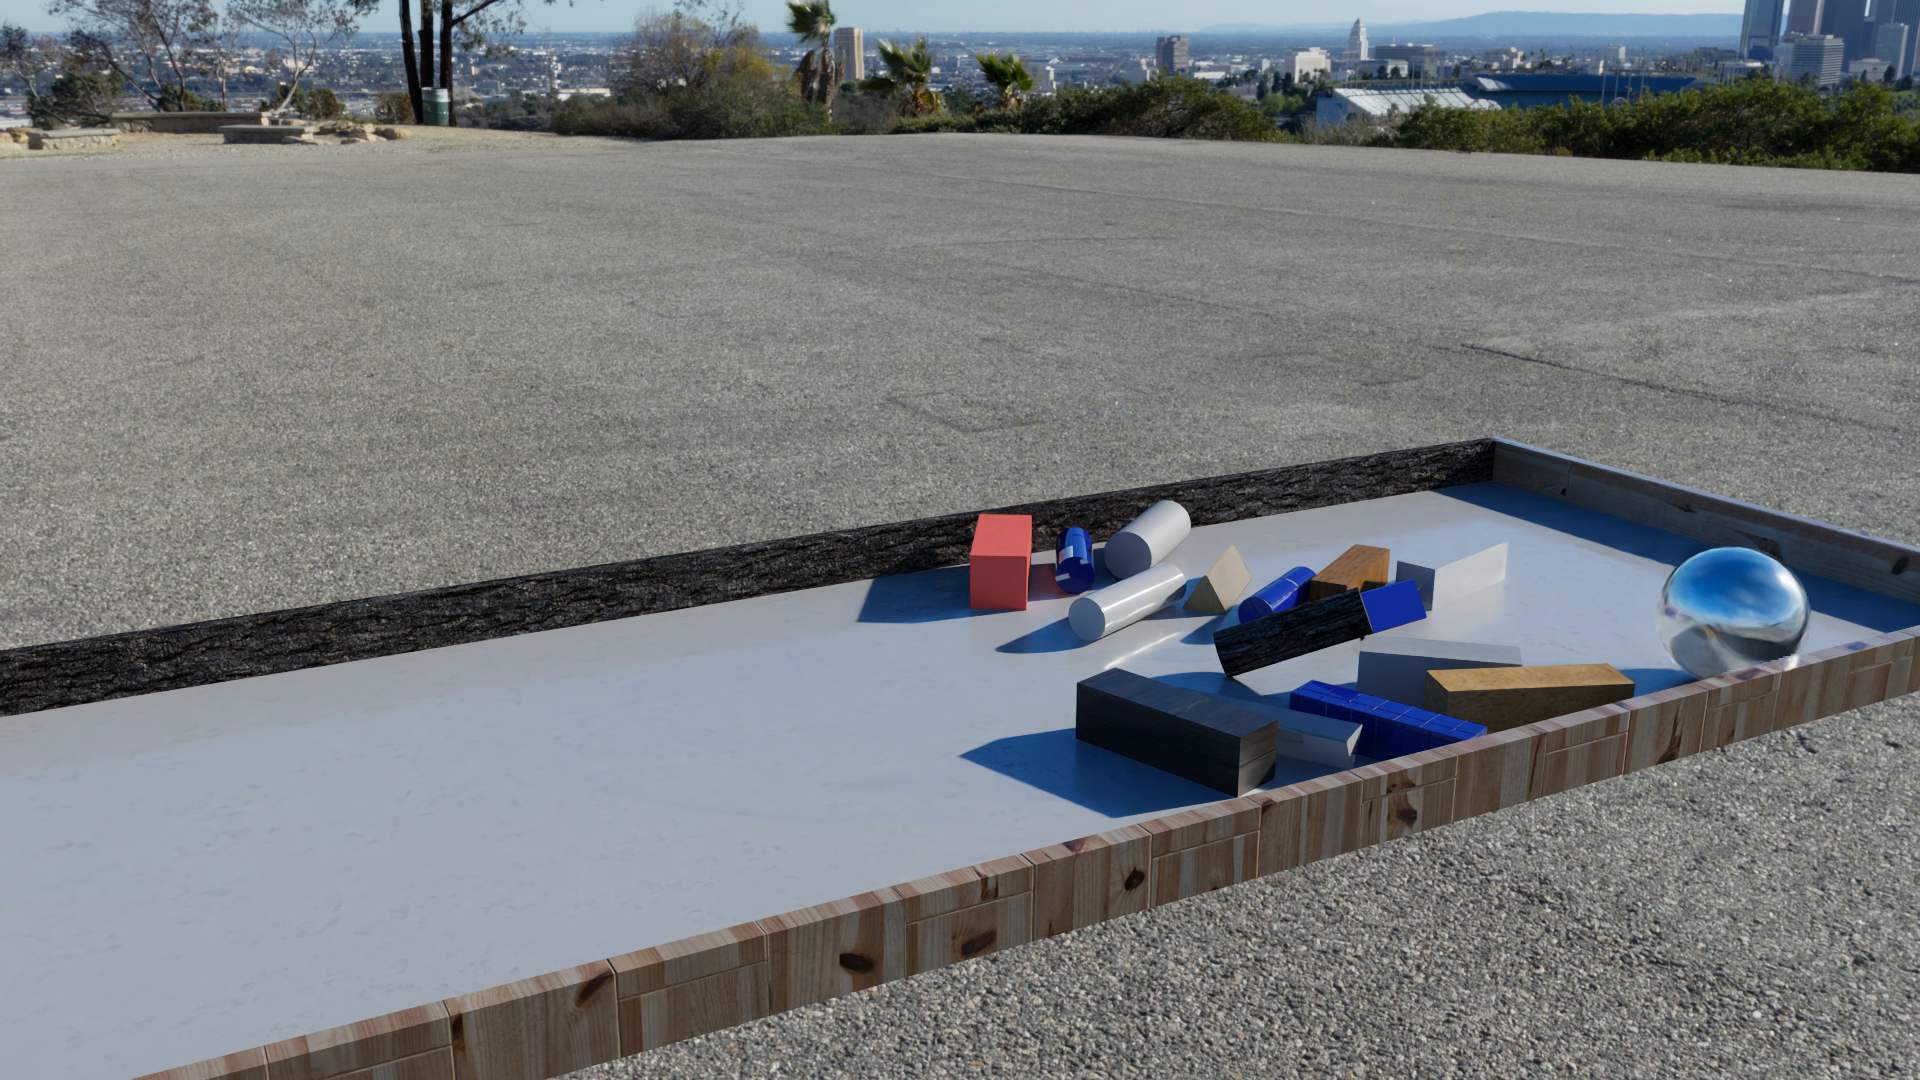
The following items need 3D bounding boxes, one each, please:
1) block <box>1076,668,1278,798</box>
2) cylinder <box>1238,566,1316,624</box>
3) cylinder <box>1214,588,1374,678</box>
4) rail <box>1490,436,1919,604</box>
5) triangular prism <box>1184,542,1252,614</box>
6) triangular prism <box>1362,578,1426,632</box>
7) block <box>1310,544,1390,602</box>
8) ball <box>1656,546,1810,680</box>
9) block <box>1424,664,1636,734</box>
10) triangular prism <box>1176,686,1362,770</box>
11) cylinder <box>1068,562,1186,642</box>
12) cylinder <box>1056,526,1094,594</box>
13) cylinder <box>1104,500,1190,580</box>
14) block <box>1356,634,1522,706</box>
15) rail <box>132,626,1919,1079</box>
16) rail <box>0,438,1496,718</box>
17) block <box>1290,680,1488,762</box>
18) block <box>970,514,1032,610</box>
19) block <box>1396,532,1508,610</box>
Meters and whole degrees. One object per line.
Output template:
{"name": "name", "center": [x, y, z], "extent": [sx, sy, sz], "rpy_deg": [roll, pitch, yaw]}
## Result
{"name": "block", "center": [0.475, 0.422, 3.675], "extent": [0.452, 0.138, 0.138], "rpy_deg": [15, 22, 42]}
{"name": "cylinder", "center": [0.894, 0.166, 4.607], "extent": [0.104, 0.104, 0.336], "rpy_deg": [10, 19, 32]}
{"name": "cylinder", "center": [0.831, 0.232, 4.121], "extent": [0.374, 0.120, 0.120], "rpy_deg": [-19, 12, 14]}
{"name": "rail", "center": [2.466, -0.048, 5.253], "extent": [0.050, 0.150, 2.100], "rpy_deg": [-9, 18, -27]}
{"name": "triangular prism", "center": [0.754, 0.104, 4.799], "extent": [0.124, 0.107, 0.346], "rpy_deg": [6, 17, 21]}
{"name": "triangular prism", "center": [1.117, 0.188, 4.532], "extent": [0.378, 0.099, 0.114], "rpy_deg": [-12, 20, -34]}
{"name": "block", "center": [1.127, 0.119, 4.764], "extent": [0.105, 0.105, 0.407], "rpy_deg": [9, 19, 29]}
{"name": "ball", "center": [1.914, 0.189, 4.097], "extent": [0.346, 0.346, 0.346], "rpy_deg": [0, 16, 0]}
{"name": "block", "center": [1.317, 0.379, 3.830], "extent": [0.444, 0.132, 0.132], "rpy_deg": [-2, 16, -6]}
{"name": "triangular prism", "center": [0.679, 0.408, 3.732], "extent": [0.444, 0.103, 0.089], "rpy_deg": [10, 50, 30]}
{"name": "cylinder", "center": [0.468, 0.168, 4.569], "extent": [0.121, 0.121, 0.407], "rpy_deg": [13, 21, 37]}
{"name": "cylinder", "center": [0.344, 0.059, 4.951], "extent": [0.115, 0.115, 0.316], "rpy_deg": [1, 16, 3]}
{"name": "cylinder", "center": [0.582, -0.002, 5.093], "extent": [0.152, 0.152, 0.397], "rpy_deg": [7, 18, 23]}
{"name": "block", "center": [1.164, 0.325, 4.023], "extent": [0.375, 0.127, 0.127], "rpy_deg": [4, 17, 14]}
{"name": "rail", "center": [-2.336, 1.006, 1.665], "extent": [12.000, 0.150, 0.050], "rpy_deg": [-9, 18, -27]}
{"name": "rail", "center": [-3.305, 0.497, 3.399], "extent": [12.000, 0.150, 0.050], "rpy_deg": [-9, 18, -27]}
{"name": "block", "center": [0.957, 0.428, 3.714], "extent": [0.429, 0.104, 0.104], "rpy_deg": [14, 21, 39]}
{"name": "block", "center": [0.124, 0.060, 4.867], "extent": [0.160, 0.160, 0.433], "rpy_deg": [1, 16, 4]}
{"name": "block", "center": [1.443, 0.089, 4.836], "extent": [0.416, 0.122, 0.122], "rpy_deg": [-15, 22, -42]}
